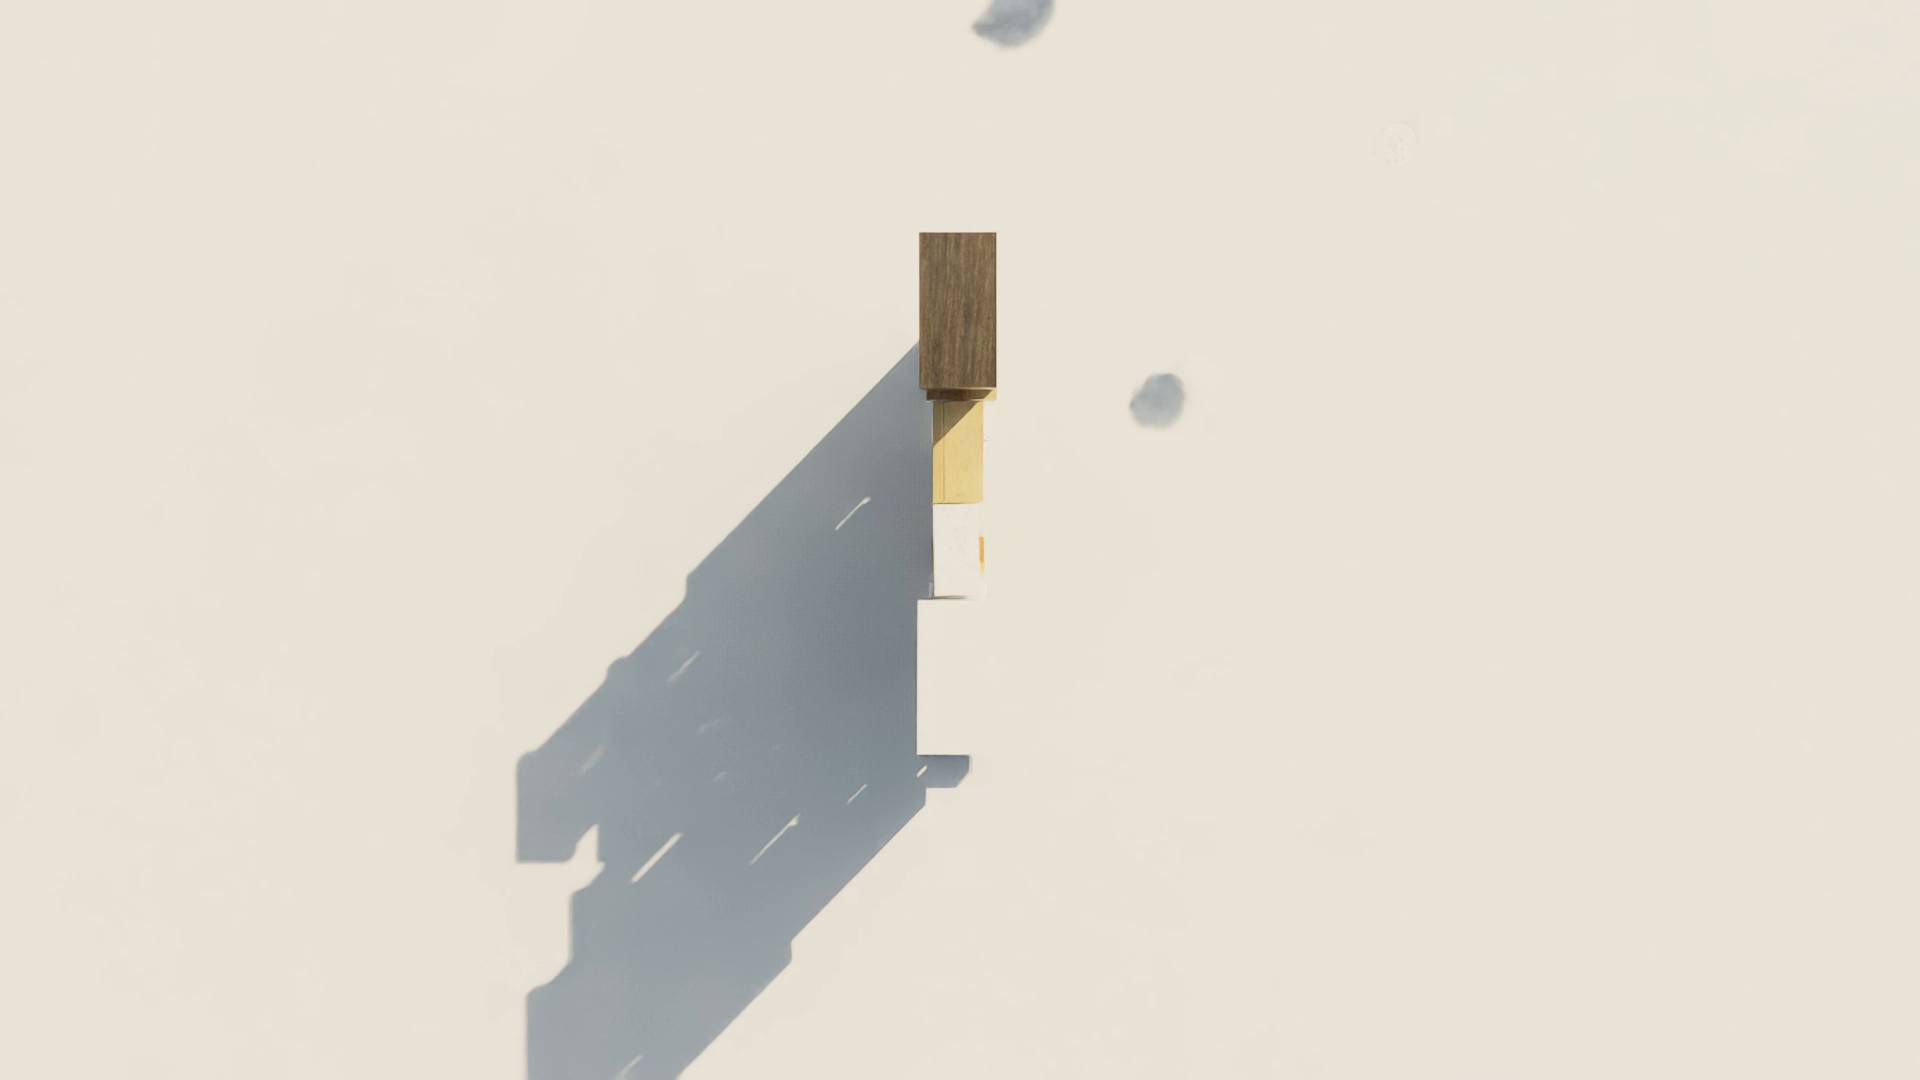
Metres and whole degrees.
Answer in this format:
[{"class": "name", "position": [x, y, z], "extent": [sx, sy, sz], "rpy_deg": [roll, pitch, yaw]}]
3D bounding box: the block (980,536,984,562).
[{"class": "block", "position": [-0.004, 0.148, 5.162], "extent": [0.158, 0.045, 0.316], "rpy_deg": [0, 90, 0]}]

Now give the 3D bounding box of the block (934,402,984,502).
[{"class": "block", "position": [-0.004, -0.212, 3.987], "extent": [0.121, 0.034, 0.242], "rpy_deg": [0, 90, 0]}]

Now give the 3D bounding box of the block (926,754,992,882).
[{"class": "block", "position": [-0.002, 0.637, 3.834], "extent": [0.153, 0.043, 0.305], "rpy_deg": [0, 90, 0]}]

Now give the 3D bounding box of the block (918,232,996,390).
[{"class": "block", "position": [-0.004, -0.509, 3.670], "extent": [0.172, 0.049, 0.344], "rpy_deg": [0, 90, 0]}]

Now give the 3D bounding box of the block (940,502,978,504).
[{"class": "block", "position": [-0.002, -0.025, 4.323], "extent": [0.103, 0.029, 0.206], "rpy_deg": [-1, 89, 1]}]

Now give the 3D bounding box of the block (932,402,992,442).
[{"class": "block", "position": [0.004, -0.461, 4.805], "extent": [0.173, 0.049, 0.346], "rpy_deg": [0, 90, 0]}]

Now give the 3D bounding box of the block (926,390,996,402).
[{"class": "block", "position": [0.003, -0.518, 4.062], "extent": [0.174, 0.049, 0.347], "rpy_deg": [0, 90, 0]}]

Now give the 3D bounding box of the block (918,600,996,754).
[{"class": "block", "position": [-0.008, 0.307, 3.710], "extent": [0.172, 0.049, 0.345], "rpy_deg": [0, 91, 1]}]

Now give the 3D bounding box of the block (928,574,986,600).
[{"class": "block", "position": [-0.004, 0.228, 4.099], "extent": [0.143, 0.041, 0.286], "rpy_deg": [-1, 92, 0]}]

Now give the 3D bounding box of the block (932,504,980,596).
[{"class": "block", "position": [-0.008, 0.023, 3.849], "extent": [0.106, 0.030, 0.212], "rpy_deg": [-1, 87, 1]}]

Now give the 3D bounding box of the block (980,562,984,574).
[{"class": "block", "position": [0.000, 0.208, 4.832], "extent": [0.144, 0.041, 0.287], "rpy_deg": [0, 90, 0]}]
